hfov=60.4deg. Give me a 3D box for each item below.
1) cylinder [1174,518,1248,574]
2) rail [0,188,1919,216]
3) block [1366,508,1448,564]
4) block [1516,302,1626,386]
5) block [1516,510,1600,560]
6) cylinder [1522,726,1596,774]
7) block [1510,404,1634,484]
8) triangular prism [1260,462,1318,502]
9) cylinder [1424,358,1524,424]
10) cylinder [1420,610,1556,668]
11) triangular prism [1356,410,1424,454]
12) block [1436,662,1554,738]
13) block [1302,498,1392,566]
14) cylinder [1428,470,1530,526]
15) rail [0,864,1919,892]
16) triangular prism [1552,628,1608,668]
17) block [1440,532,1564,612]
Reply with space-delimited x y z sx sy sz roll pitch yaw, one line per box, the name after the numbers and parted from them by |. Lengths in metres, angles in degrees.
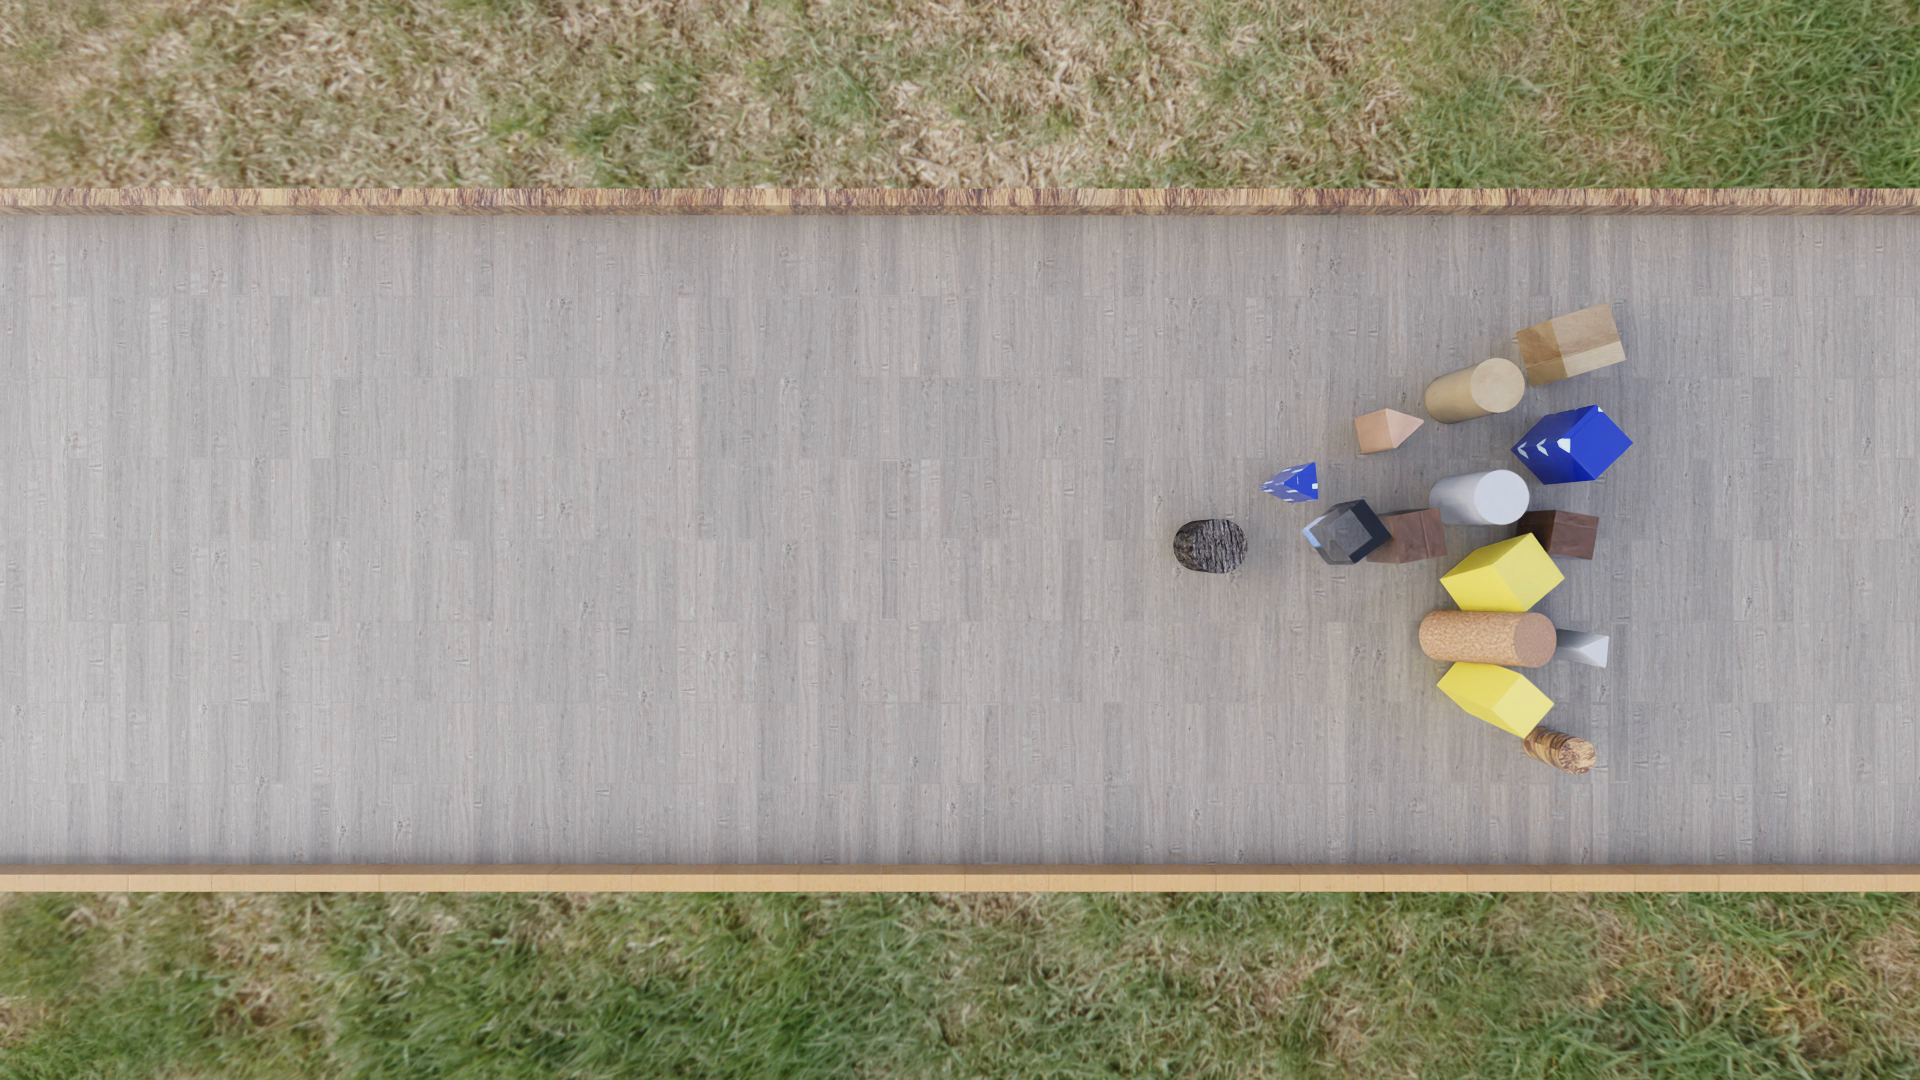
0.734 0.018 4.867 0.156 0.419 0.156 0 90 0 | cylinder
-2.247 -1.025 5.002 12.000 0.150 0.050 0 90 0 | rail
1.306 -0.013 4.879 0.137 0.395 0.137 -10 90 0 | block
1.819 -0.580 4.925 0.176 0.302 0.176 -17 90 0 | block
1.775 -0.014 4.921 0.127 0.310 0.127 9 90 0 | block
1.783 0.625 4.921 0.107 0.312 0.107 0 90 0 | cylinder
1.800 -0.277 4.874 0.151 0.404 0.151 -44 90 0 | block
0.989 -0.179 4.885 0.106 0.382 0.092 25 90 0 | triangular prism
1.505 -0.433 4.848 0.153 0.456 0.153 0 90 0 | cylinder
1.548 0.287 4.856 0.155 0.413 0.155 0 89 -23 | cylinder
1.250 -0.338 4.895 0.115 0.363 0.099 -42 90 0 | triangular prism
1.572 0.455 4.865 0.131 0.409 0.131 41 90 -7 | block
1.142 -0.020 4.894 0.134 0.361 0.134 -37 89 0 | block
1.520 -0.121 4.851 0.154 0.451 0.154 0 90 0 | cylinder
-2.247 1.025 5.001 12.000 0.150 0.050 0 90 0 | rail
1.821 0.305 4.884 0.089 0.386 0.077 36 90 0 | triangular prism
1.609 0.116 4.908 0.165 0.303 0.165 -36 90 -16 | block
